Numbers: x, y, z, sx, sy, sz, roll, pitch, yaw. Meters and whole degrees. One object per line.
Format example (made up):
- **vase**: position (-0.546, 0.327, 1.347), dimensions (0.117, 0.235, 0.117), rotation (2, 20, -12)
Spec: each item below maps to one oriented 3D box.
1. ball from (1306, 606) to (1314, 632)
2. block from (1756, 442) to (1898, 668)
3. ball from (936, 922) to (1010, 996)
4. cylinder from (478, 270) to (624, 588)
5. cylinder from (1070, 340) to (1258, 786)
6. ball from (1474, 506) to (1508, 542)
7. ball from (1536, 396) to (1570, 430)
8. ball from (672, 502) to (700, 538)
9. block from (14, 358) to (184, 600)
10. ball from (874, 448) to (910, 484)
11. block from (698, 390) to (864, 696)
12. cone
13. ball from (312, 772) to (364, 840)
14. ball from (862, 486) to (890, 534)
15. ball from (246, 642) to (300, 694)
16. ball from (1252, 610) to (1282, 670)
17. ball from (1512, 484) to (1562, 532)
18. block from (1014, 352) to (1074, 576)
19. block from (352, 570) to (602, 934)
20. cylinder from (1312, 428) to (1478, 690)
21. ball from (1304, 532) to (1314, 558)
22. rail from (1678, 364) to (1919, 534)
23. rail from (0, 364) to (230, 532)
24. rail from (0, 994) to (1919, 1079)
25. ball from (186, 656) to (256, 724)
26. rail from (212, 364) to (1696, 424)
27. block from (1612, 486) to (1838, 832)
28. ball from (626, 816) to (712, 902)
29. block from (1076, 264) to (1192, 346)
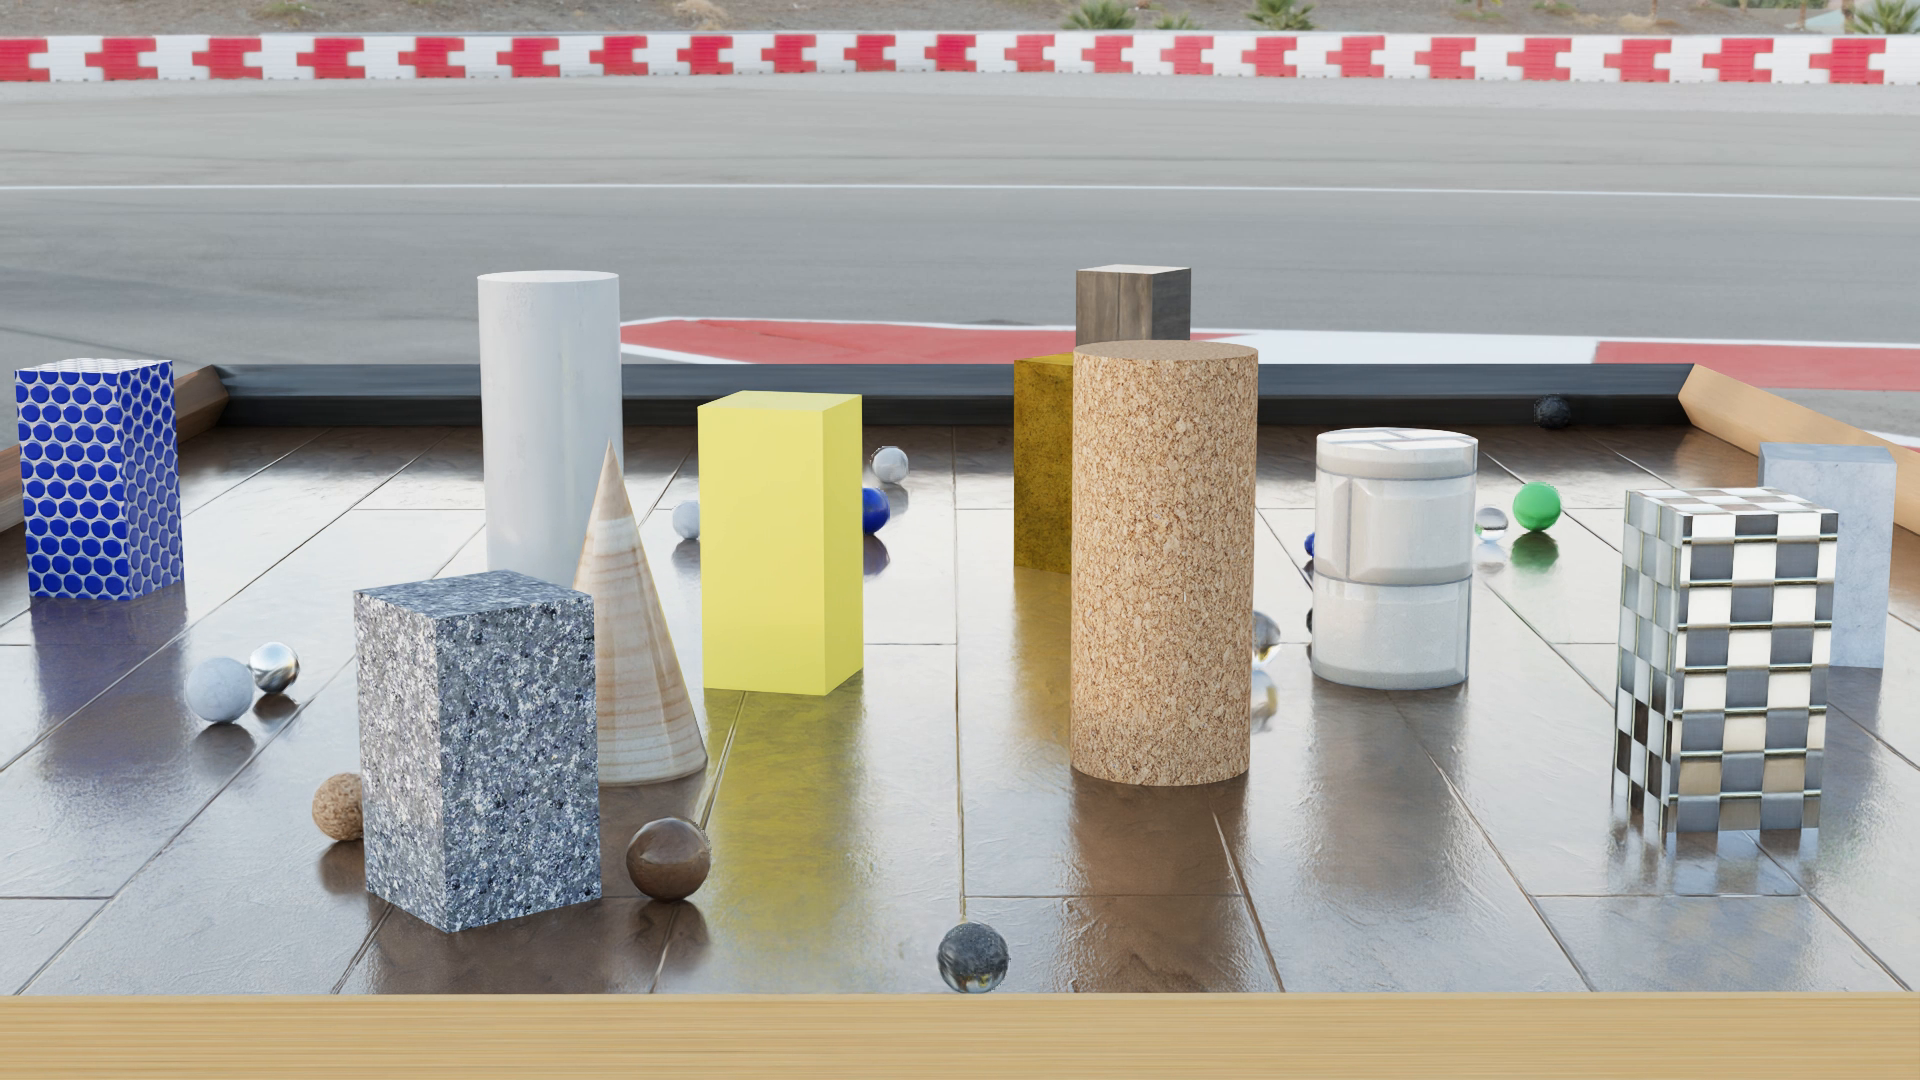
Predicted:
- **ball**: position (0.465, 0.103, 3.288), dimensions (0.043, 0.043, 0.043), rotation (0, 11, 0)
- **block**: position (1.070, 0.016, 3.191), dimensions (0.151, 0.251, 0.151), rotation (3, 11, 14)
- **ball**: position (0.011, 0.331, 2.028), dimensions (0.057, 0.057, 0.057), rotation (0, 11, 0)
- **cylinder**: position (-0.554, -0.138, 3.497), dimensions (0.189, 0.442, 0.189), rotation (0, 11, 0)
- **cylinder**: position (0.211, 0.019, 2.668), dimensions (0.189, 0.436, 0.189), rotation (0, 11, 0)
- **ball**: position (0.815, -0.024, 3.939), dimensions (0.055, 0.055, 0.055), rotation (0, 11, 0)
- **ball**: position (1.188, -0.255, 5.141), dimensions (0.068, 0.068, 0.068), rotation (0, 11, 0)
- **ball**: position (-0.417, -0.031, 3.966), dimensions (0.058, 0.058, 0.058), rotation (0, 11, 0)
- **block**: position (-1.196, -0.087, 3.574), dimensions (0.151, 0.313, 0.151), rotation (2, 11, 12)
- **ball**: position (-0.121, -0.131, 4.490), dimensions (0.063, 0.063, 0.063), rotation (0, 11, 0)
- **block**: position (-0.210, 0.000, 3.048), dimensions (0.151, 0.334, 0.151), rotation (3, 11, 15)
- **cone**: position (-0.360, 0.064, 2.672), dimensions (0.189, 0.346, 0.189), rotation (0, 11, 0)
- **ball**: position (-0.581, 0.253, 2.430), dimensions (0.064, 0.064, 0.064), rotation (0, 11, 0)
- **ball**: position (-0.148, -0.046, 4.002), dimensions (0.075, 0.075, 0.075), rotation (0, 11, 0)
- **ball**: position (-0.802, 0.149, 2.998), dimensions (0.060, 0.060, 0.060), rotation (0, 11, 0)
- **ball**: position (0.353, 0.120, 3.114), dimensions (0.073, 0.073, 0.073), rotation (0, 11, 0)
- **ball**: position (0.906, -0.051, 4.028), dimensions (0.075, 0.075, 0.075), rotation (0, 11, 0)
- **block**: position (0.185, -0.113, 3.739), dimensions (0.151, 0.302, 0.151), rotation (9, 14, 40)
- **block**: position (-0.423, 0.180, 2.252), dimensions (0.151, 0.272, 0.151), rotation (-8, 14, -38)
- **cylinder**: position (0.521, 0.019, 3.082), dimensions (0.189, 0.284, 0.189), rotation (0, 11, 0)
- **ball**: position (0.532, 0.007, 3.810), dimensions (0.041, 0.041, 0.041), rotation (0, 11, 0)
- **rail**: position (1.480, 0.030, 3.458), dimensions (0.045, 0.123, 3.576), rotation (0, 11, 0)
- **rail**: position (-1.480, 0.033, 3.441), dimensions (0.045, 0.123, 3.576), rotation (0, 11, 0)
- **rail**: position (0.010, 0.355, 1.715), dimensions (3.008, 0.123, 0.045), rotation (0, 11, 0)
- **ball**: position (-0.824, 0.167, 2.859), dimensions (0.074, 0.074, 0.074), rotation (0, 11, 0)
- **rail**: position (-0.010, -0.292, 5.184), dimensions (3.008, 0.123, 0.045), rotation (0, 11, 0)
- **block**: position (0.744, 0.114, 2.510), dimensions (0.151, 0.308, 0.151), rotation (-1, 11, -6)
- **ball**: position (-0.256, 0.280, 2.254), dimensions (0.074, 0.074, 0.074), rotation (0, 11, 0)
- **block**: position (0.309, -0.303, 4.592), dimensions (0.151, 0.364, 0.151), rotation (6, 12, 31)
